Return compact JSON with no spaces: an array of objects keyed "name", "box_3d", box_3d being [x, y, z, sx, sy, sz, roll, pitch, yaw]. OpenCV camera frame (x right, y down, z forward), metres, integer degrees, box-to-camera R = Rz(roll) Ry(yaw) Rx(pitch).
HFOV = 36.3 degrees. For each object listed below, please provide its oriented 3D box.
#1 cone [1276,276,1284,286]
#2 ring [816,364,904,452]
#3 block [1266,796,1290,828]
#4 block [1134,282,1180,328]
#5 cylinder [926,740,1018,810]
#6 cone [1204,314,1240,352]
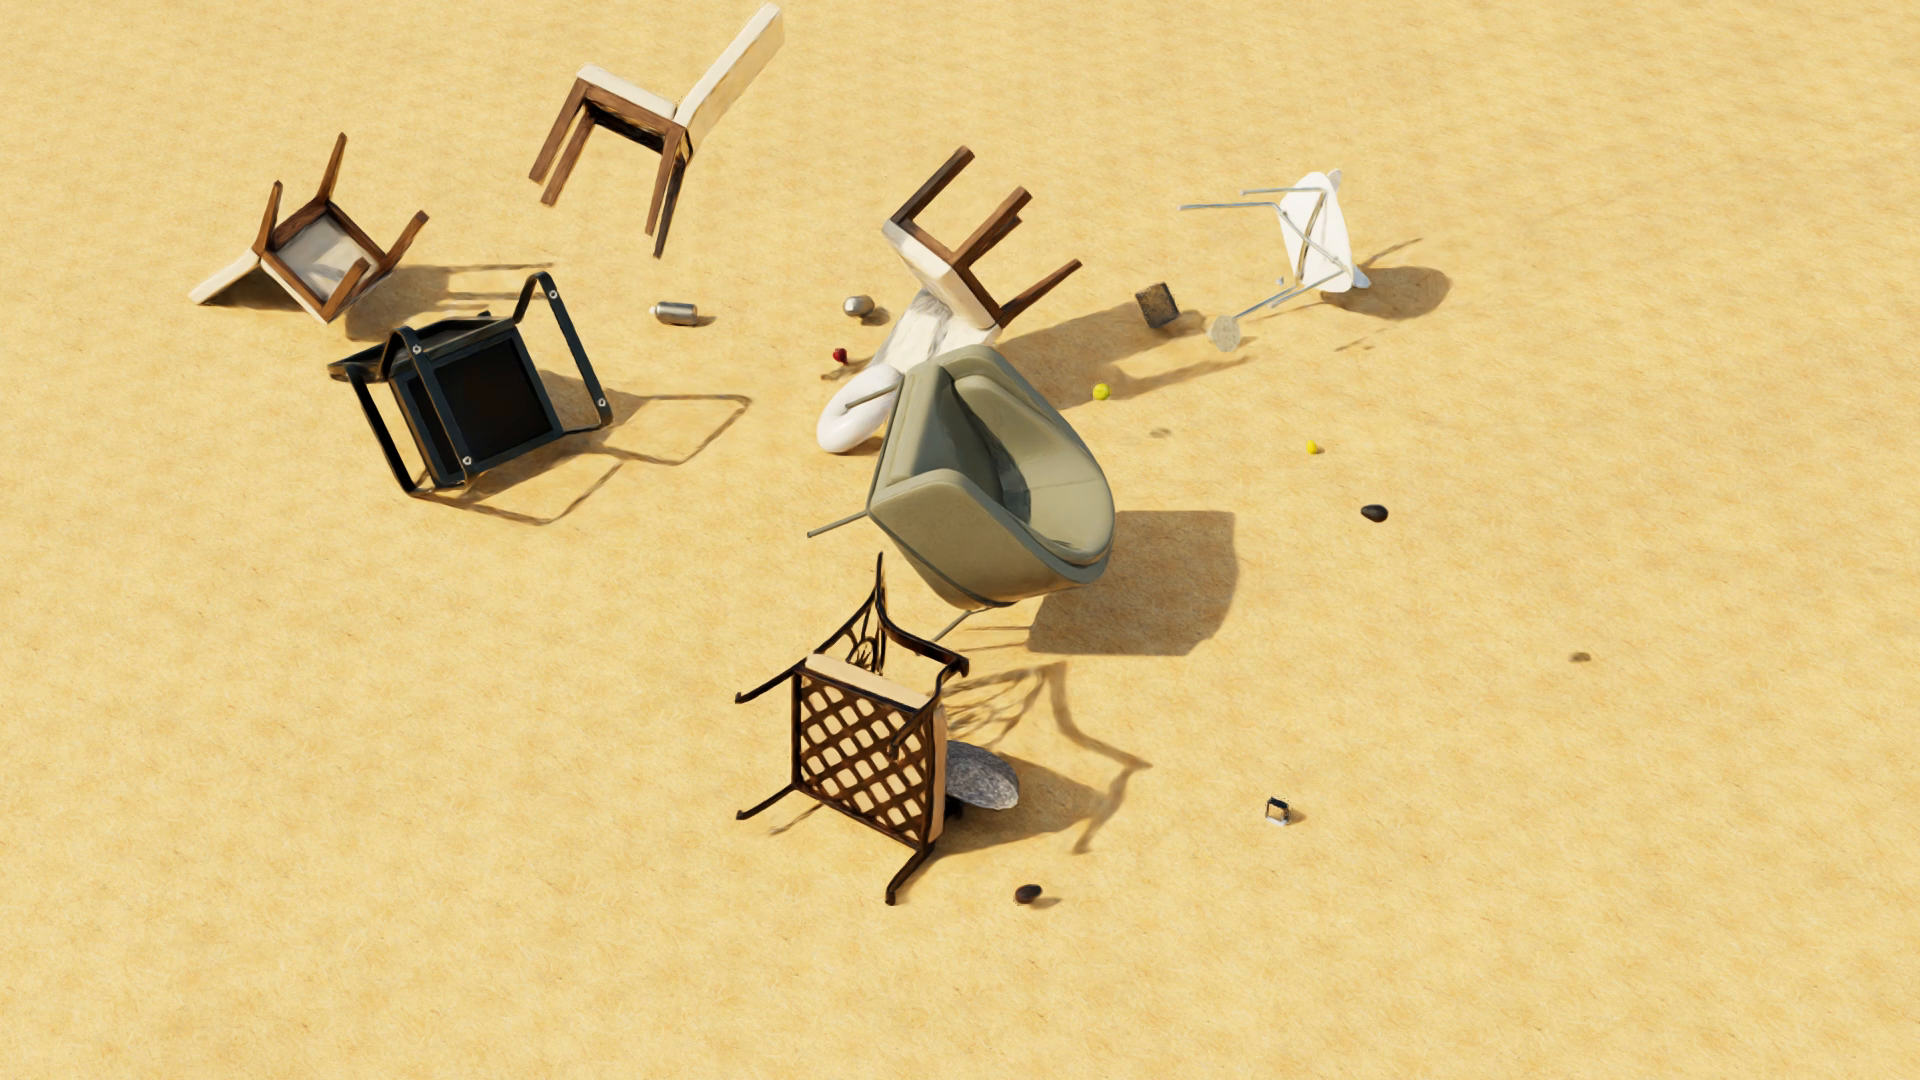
[{"name":"cone","box_3d":[1.292,-1.048,11.772,0.032,0.039,0.045,4,36,-31]},{"name":"ring","box_3d":[-0.392,-0.517,11.500,0.448,0.129,0.312,-50,30,-21]},{"name":"block","box_3d":[1.033,0.885,9.536,0.067,0.071,0.037,24,40,31]},{"name":"block","box_3d":[0.825,-0.981,12.241,0.118,0.157,0.098,-27,12,-8]},{"name":"cylinder","box_3d":[0.040,0.760,9.516,0.319,0.133,0.314,23,5,-1]},{"name":"cone","box_3d":[1.060,-0.858,12.176,0.144,0.158,0.156,-25,16,-26]}]
